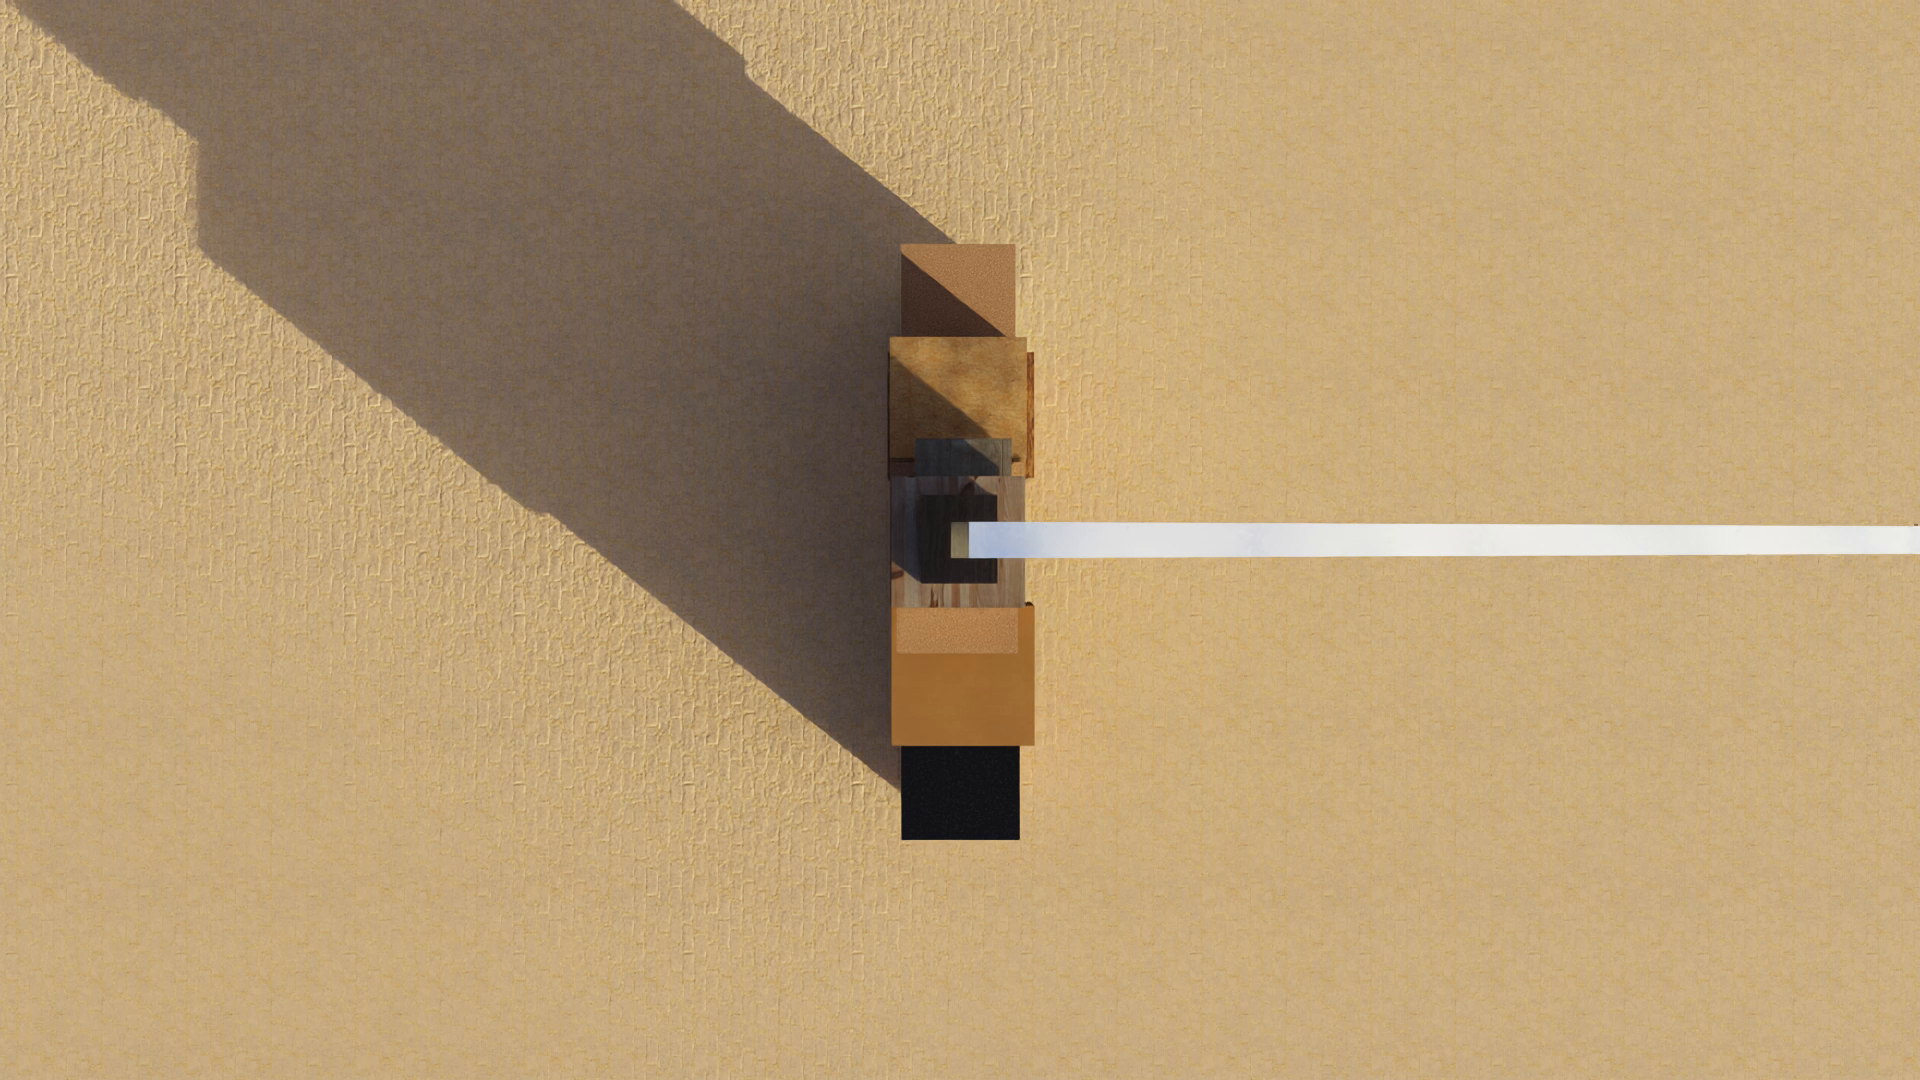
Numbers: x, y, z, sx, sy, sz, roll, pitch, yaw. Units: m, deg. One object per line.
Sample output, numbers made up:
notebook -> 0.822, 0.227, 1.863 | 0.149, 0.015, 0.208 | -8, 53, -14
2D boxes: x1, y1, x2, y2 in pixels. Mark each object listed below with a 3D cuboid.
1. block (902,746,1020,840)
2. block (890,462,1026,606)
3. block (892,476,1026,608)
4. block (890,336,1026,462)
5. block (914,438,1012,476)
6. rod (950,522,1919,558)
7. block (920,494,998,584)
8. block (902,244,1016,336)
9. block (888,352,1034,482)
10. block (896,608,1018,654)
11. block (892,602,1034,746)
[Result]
block -> 0.003, 1.303, 12.062 | 0.635, 0.578, 0.610 | 0, 90, 0
block -> -0.013, -0.037, 11.255 | 0.668, 0.756, 0.717 | 0, 91, 0
block -> -0.007, 0.018, 10.086 | 0.593, 0.632, 0.584 | 0, 88, 0
block -> -0.008, -0.719, 11.349 | 0.690, 0.554, 0.608 | 0, 90, 0
block -> 0.015, -0.255, 10.651 | 0.458, 0.441, 0.460 | 0, 91, 0
rod -> 2.234, 0.000, 6.204 | 5.200, 0.080, 0.080 | 0, 90, -31
block -> -0.004, 0.002, 9.616 | 0.331, 0.308, 0.382 | 0, 88, 0
block -> -0.009, -1.306, 12.240 | 0.620, 0.609, 0.603 | 0, 90, 0
block -> 0.005, -0.661, 11.981 | 0.776, 0.711, 0.665 | 0, 90, 0
block -> -0.012, 0.259, 10.647 | 0.574, 0.474, 0.547 | 0, 91, 0
block -> 0.015, 0.677, 11.331 | 0.717, 0.689, 0.700 | 0, 90, 0
